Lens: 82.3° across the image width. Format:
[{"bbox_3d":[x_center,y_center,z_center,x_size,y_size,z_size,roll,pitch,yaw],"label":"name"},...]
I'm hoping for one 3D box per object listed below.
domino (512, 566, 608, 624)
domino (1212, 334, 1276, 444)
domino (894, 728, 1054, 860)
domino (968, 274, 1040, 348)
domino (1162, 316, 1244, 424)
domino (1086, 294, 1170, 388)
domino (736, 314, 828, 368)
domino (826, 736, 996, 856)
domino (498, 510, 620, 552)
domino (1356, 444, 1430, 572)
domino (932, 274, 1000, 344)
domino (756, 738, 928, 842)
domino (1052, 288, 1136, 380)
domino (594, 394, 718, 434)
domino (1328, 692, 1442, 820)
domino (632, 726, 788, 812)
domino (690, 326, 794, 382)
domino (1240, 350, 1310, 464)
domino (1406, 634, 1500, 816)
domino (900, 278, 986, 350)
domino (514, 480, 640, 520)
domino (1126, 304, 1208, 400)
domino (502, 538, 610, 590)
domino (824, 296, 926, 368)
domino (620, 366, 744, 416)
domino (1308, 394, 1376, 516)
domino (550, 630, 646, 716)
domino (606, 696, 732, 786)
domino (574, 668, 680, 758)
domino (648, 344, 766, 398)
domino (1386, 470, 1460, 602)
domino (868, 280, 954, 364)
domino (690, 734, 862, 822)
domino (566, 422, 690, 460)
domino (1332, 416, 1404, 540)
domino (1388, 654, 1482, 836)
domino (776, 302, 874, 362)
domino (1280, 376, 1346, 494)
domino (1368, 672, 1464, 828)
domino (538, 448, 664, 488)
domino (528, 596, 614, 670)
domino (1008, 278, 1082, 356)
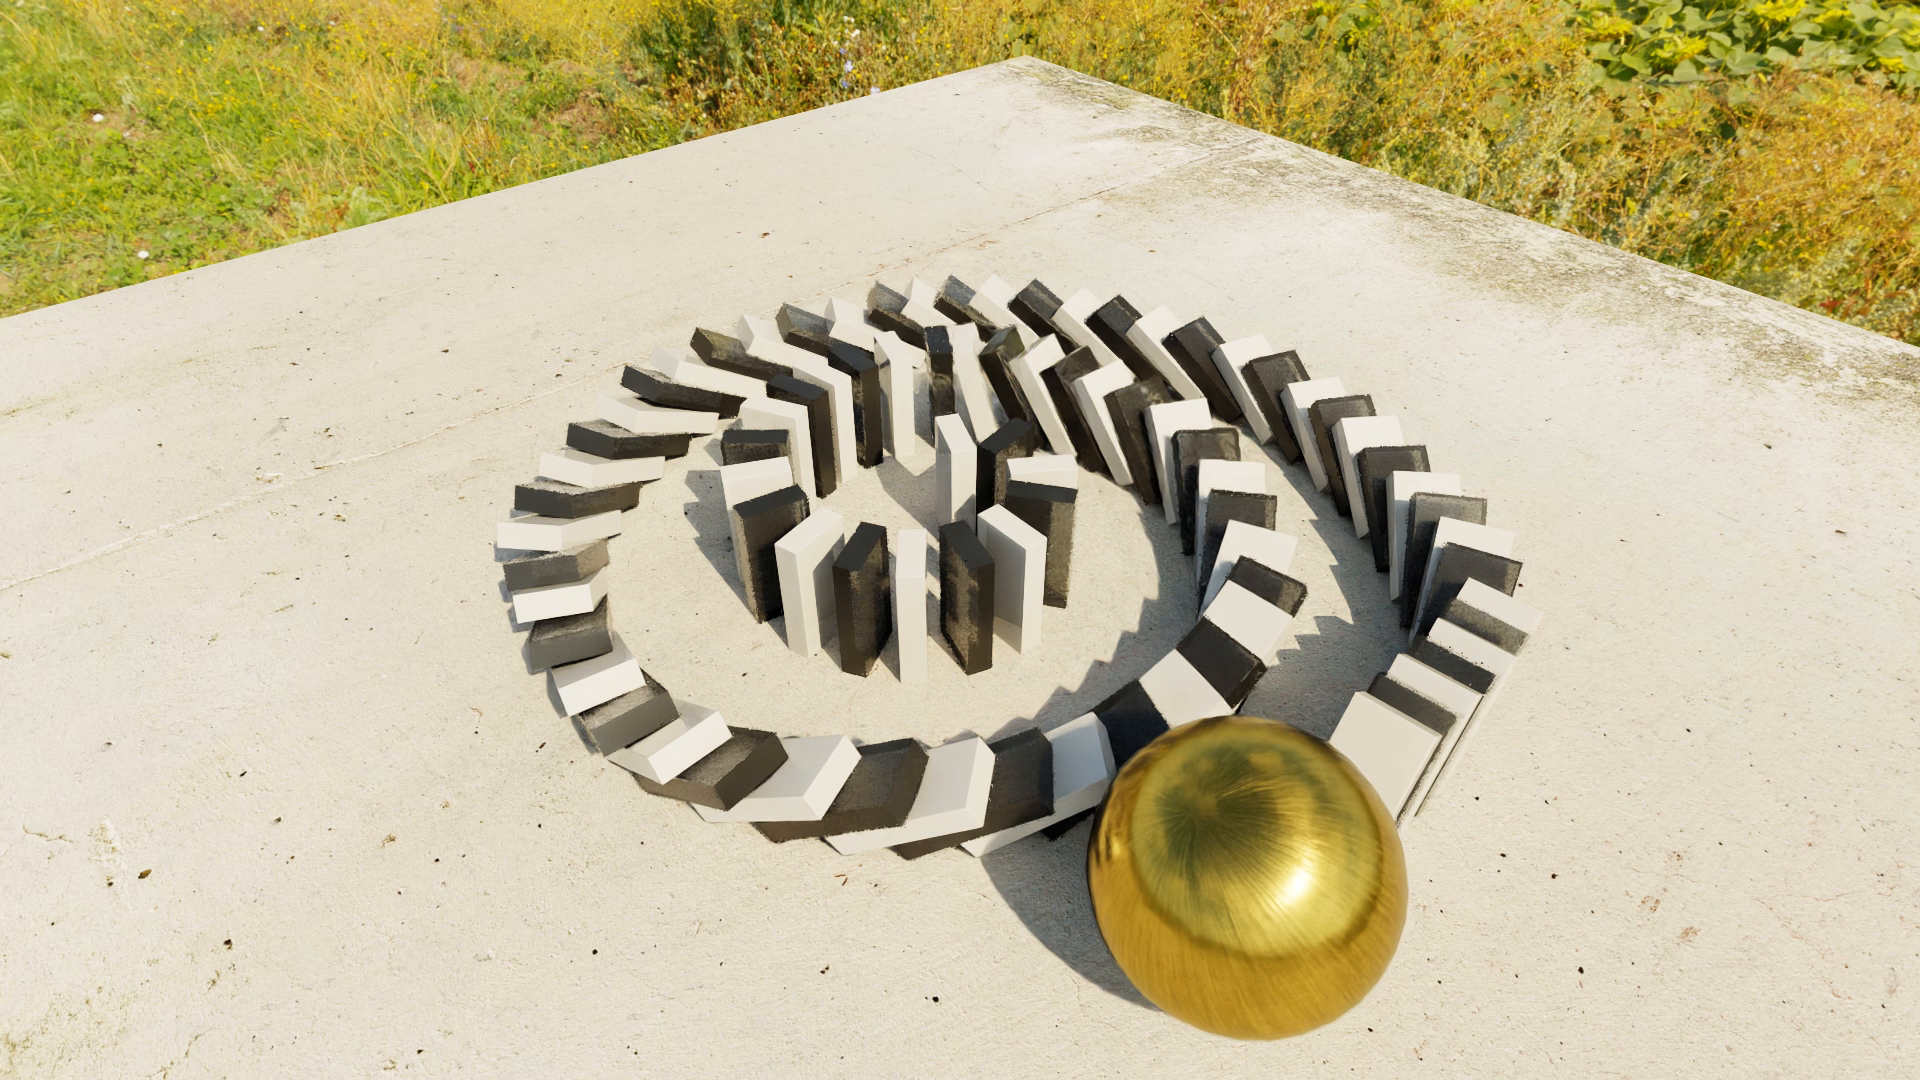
[{"bbox_3d":[-0.144,0.019,0.400,0.025,0.010,0.050,-9,8,-11],"label":"domino"},{"bbox_3d":[0.141,-0.071,0.512,0.025,0.009,0.050,-18,71,-21],"label":"domino"},{"bbox_3d":[0.004,0.076,0.330,0.050,0.010,0.025,-24,35,22],"label":"domino"},{"bbox_3d":[0.030,-0.112,0.559,0.050,0.010,0.025,38,37,-5],"label":"domino"},{"bbox_3d":[0.122,-0.081,0.524,0.025,0.010,0.050,-30,78,-34],"label":"domino"},{"bbox_3d":[0.088,-0.097,0.541,0.050,0.010,0.025,45,49,4],"label":"domino"},{"bbox_3d":[-0.083,-0.094,0.539,0.050,0.009,0.025,13,29,-35],"label":"domino"},{"bbox_3d":[-0.015,0.077,0.329,0.050,0.009,0.025,-19,35,27],"label":"domino"},{"bbox_3d":[-0.155,-0.005,0.430,0.025,0.009,0.050,4,9,7],"label":"domino"},{"bbox_3d":[0.176,-0.013,0.439,0.025,0.010,0.050,-2,71,-3],"label":"domino"},{"bbox_3d":[0.011,-0.113,0.559,0.050,0.010,0.025,32,34,-13],"label":"domino"},{"bbox_3d":[-0.036,0.076,0.331,0.050,0.009,0.025,-16,32,31],"label":"domino"},{"bbox_3d":[0.072,-0.102,0.549,0.050,0.009,0.025,43,49,2],"label":"domino"},{"bbox_3d":[-0.136,-0.057,0.494,0.025,0.010,0.050,24,16,26],"label":"domino"},{"bbox_3d":[0.118,0.073,0.326,0.025,0.050,0.010,31,13,32],"label":"domino"},{"bbox_3d":[-0.078,0.069,0.341,0.050,0.009,0.025,-4,28,46],"label":"domino"},{"bbox_3d":[-0.102,-0.087,0.529,0.050,0.009,0.025,11,24,-40],"label":"domino"},{"bbox_3d":[0.151,-0.061,0.499,0.025,0.009,0.050,-15,70,-19],"label":"domino"},{"bbox_3d":[0.144,0.058,0.344,0.025,0.050,0.010,31,12,32],"label":"domino"},{"bbox_3d":[-0.006,-0.112,0.559,0.050,0.009,0.025,29,34,-19],"label":"domino"},{"bbox_3d":[-0.154,-0.018,0.446,0.025,0.009,0.050,9,10,12],"label":"domino"},{"bbox_3d":[0.106,-0.089,0.533,0.025,0.009,0.050,-35,81,-36],"label":"domino"},{"bbox_3d":[-0.150,0.009,0.412,0.025,0.009,0.050,-8,7,-5],"label":"domino"},{"bbox_3d":[-0.042,-0.104,0.553,0.050,0.010,0.025,16,33,-25],"label":"domino"},{"bbox_3d":[-0.127,-0.068,0.506,0.025,0.010,0.050,26,13,32],"label":"domino"},{"bbox_3d":[0.168,-0.036,0.468,0.025,0.009,0.050,-7,72,-10],"label":"domino"},{"bbox_3d":[-0.123,0.044,0.370,0.025,0.010,0.050,-22,15,-20],"label":"domino"},{"bbox_3d":[-0.095,0.062,0.348,0.025,0.010,0.050,-34,19,-31],"label":"domino"},{"bbox_3d":[-0.110,0.054,0.357,0.025,0.009,0.050,-27,16,-23],"label":"domino"},{"bbox_3d":[-0.117,-0.079,0.518,0.050,0.010,0.025,8,19,-46],"label":"domino"},{"bbox_3d":[0.179,-0.001,0.424,0.025,0.010,0.050,3,73,4],"label":"domino"},{"bbox_3d":[-0.023,-0.110,0.556,0.050,0.009,0.025,26,33,-23],"label":"domino"},{"bbox_3d":[-0.057,0.073,0.335,0.050,0.010,0.025,-12,29,36],"label":"domino"},{"bbox_3d":[-0.144,-0.044,0.479,0.025,0.010,0.050,18,14,20],"label":"domino"},{"bbox_3d":[0.173,-0.026,0.455,0.025,0.009,0.050,-4,72,-9],"label":"domino"},{"bbox_3d":[0.135,0.063,0.338,0.025,0.050,0.009,31,13,32],"label":"domino"},{"bbox_3d":[-0.065,-0.100,0.546,0.050,0.010,0.025,16,30,-31],"label":"domino"},{"bbox_3d":[0.162,-0.047,0.483,0.025,0.010,0.050,-10,68,-11],"label":"domino"},{"bbox_3d":[0.127,0.068,0.332,0.025,0.050,0.009,31,13,32],"label":"domino"},{"bbox_3d":[-0.150,-0.031,0.464,0.025,0.010,0.050,14,12,16],"label":"domino"},{"bbox_3d":[-0.136,0.032,0.387,0.025,0.009,0.050,-13,12,-15],"label":"domino"},{"bbox_3d":[0.050,-0.108,0.555,0.050,0.010,0.025,40,41,-2],"label":"domino"}]
